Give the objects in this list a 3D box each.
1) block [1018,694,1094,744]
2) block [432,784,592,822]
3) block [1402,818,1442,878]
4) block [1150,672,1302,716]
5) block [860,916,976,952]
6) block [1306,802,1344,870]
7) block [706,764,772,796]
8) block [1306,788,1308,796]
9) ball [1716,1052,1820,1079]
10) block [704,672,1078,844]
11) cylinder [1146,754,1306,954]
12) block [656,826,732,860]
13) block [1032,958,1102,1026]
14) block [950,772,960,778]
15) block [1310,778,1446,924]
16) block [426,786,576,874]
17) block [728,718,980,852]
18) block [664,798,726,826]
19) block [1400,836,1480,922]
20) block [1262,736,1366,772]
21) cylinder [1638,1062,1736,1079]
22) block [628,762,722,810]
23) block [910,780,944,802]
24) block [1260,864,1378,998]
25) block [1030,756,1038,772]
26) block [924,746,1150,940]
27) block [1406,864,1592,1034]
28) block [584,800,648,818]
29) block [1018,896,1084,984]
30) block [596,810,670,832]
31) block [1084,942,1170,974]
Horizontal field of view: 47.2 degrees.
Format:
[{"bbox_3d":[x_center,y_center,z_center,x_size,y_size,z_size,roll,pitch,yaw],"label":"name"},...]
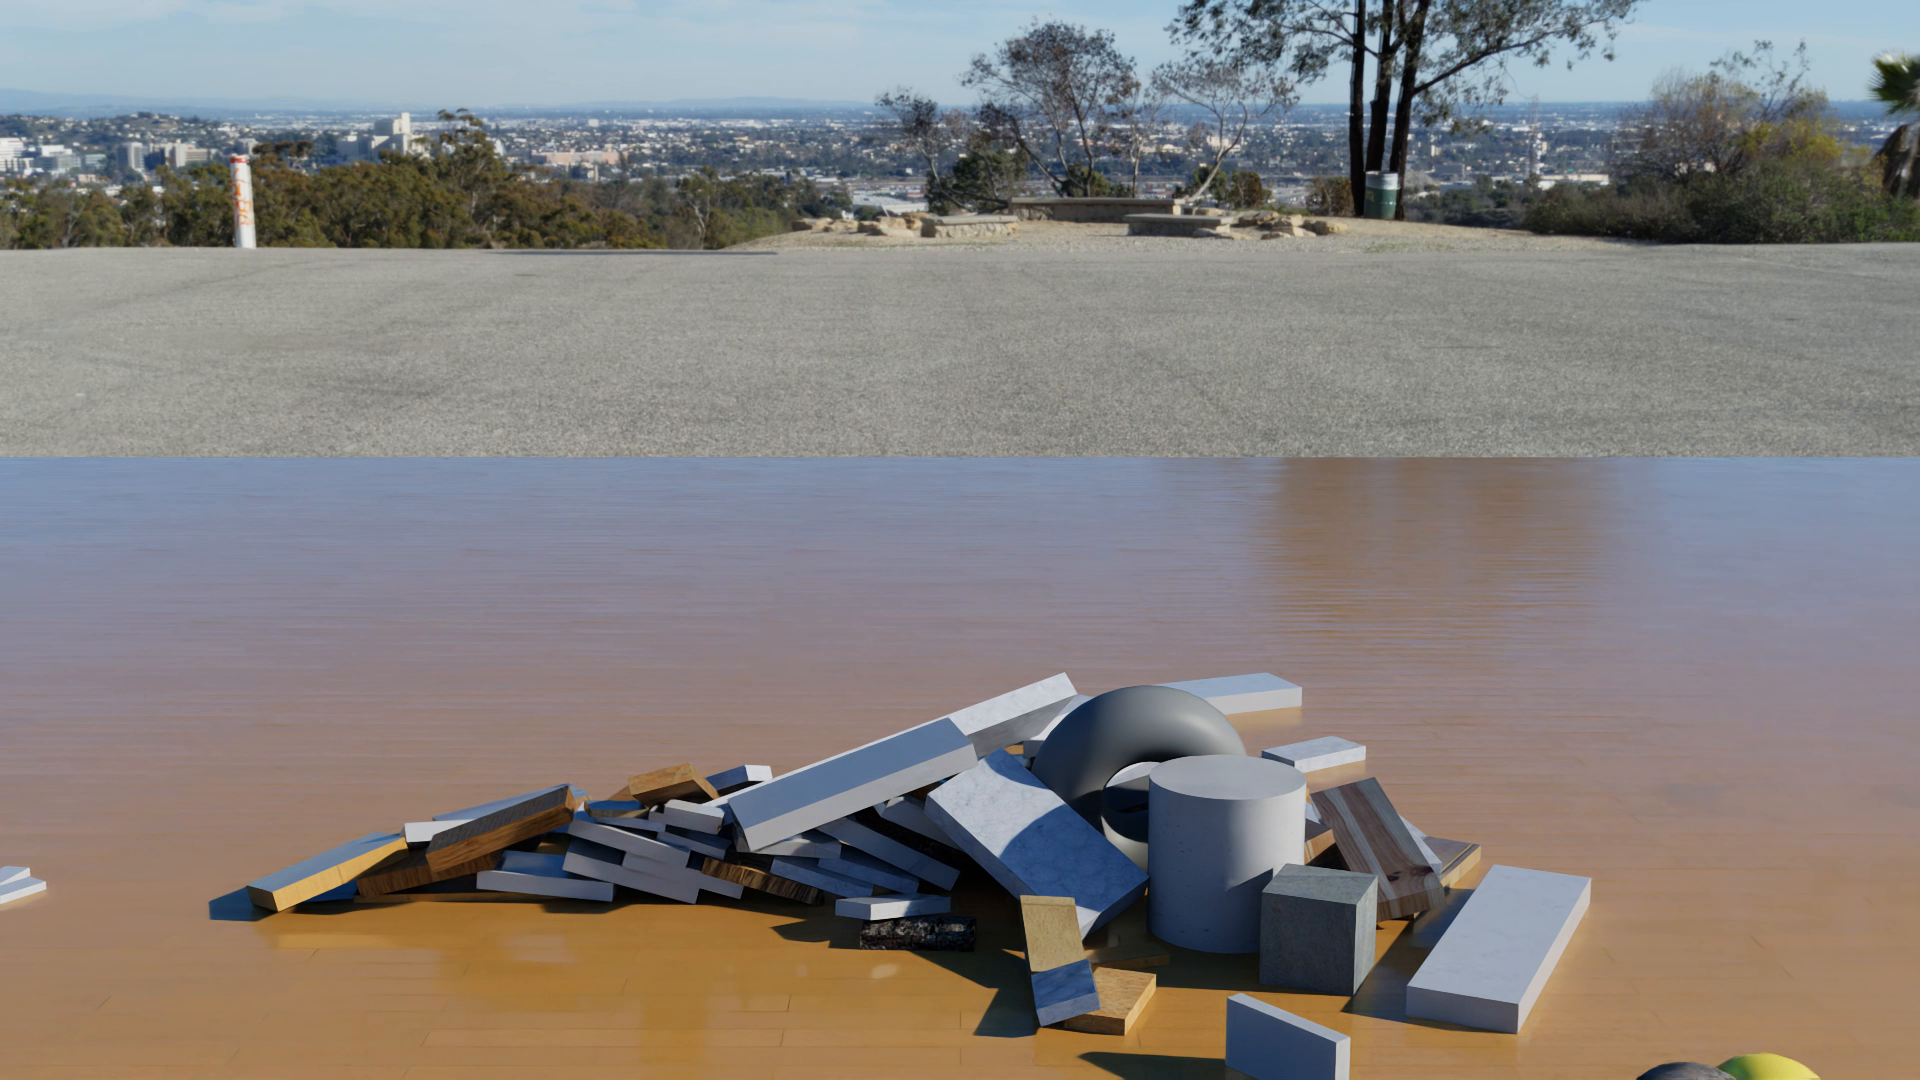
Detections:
[{"bbox_3d":[0.173,0.378,4.701,0.142,0.040,0.283,8,13,37],"label":"block"},{"bbox_3d":[-0.806,0.497,3.965,0.258,0.037,0.129,-12,9,-26],"label":"block"},{"bbox_3d":[0.740,0.525,3.744,0.094,0.027,0.189,-2,17,-9],"label":"block"},{"bbox_3d":[0.588,0.345,4.874,0.300,0.042,0.150,-4,11,-22],"label":"block"},{"bbox_3d":[-0.065,0.617,3.454,0.177,0.025,0.089,0,11,3],"label":"block"},{"bbox_3d":[0.571,0.509,3.988,0.150,0.042,0.449,-3,11,-17],"label":"block"},{"bbox_3d":[-0.450,0.449,3.970,0.201,0.028,0.100,-19,-13,18],"label":"block"},{"bbox_3d":[0.627,0.476,4.246,0.050,0.014,0.099,-4,11,-21],"label":"block"},{"bbox_3d":[0.962,0.699,2.625,0.169,0.169,0.169,0,11,0],"label":"ball"},{"bbox_3d":[-0.142,0.409,3.946,0.805,0.048,0.170,-17,-22,-35],"label":"block"},{"bbox_3d":[0.423,0.495,3.501,0.247,0.247,0.247,0,11,0],"label":"cylinder"},{"bbox_3d":[-0.439,0.494,3.626,0.115,0.016,0.058,17,9,1],"label":"block"},{"bbox_3d":[0.151,0.649,3.162,0.089,0.025,0.177,-17,4,1],"label":"block"},{"bbox_3d":[0.086,0.458,3.775,0.268,0.035,0.125,38,1,-41],"label":"block"},{"bbox_3d":[0.693,0.513,3.680,0.119,0.034,0.424,-15,18,0],"label":"block"},{"bbox_3d":[-0.748,0.471,3.592,0.236,0.033,0.118,-20,10,-4],"label":"block"},{"bbox_3d":[-0.177,0.398,3.616,0.397,0.040,0.142,-20,18,-12],"label":"block"},{"bbox_3d":[-0.432,0.445,3.595,0.095,0.014,0.048,11,9,2],"label":"block"},{"bbox_3d":[0.778,0.568,3.711,0.097,0.027,0.352,6,12,30],"label":"block"},{"bbox_3d":[0.714,0.433,4.437,0.194,0.027,0.097,-7,13,-34],"label":"block"},{"bbox_3d":[0.809,0.714,2.489,0.188,0.188,0.188,7,13,33],"label":"cylinder"},{"bbox_3d":[-0.477,0.439,3.760,0.100,0.028,0.546,-14,-12,-3],"label":"block"},{"bbox_3d":[-0.015,0.438,3.714,0.170,0.024,0.085,26,6,-23],"label":"block"},{"bbox_3d":[0.540,0.584,3.309,0.142,0.142,0.142,4,11,23],"label":"block"},{"bbox_3d":[0.264,0.421,4.077,0.239,0.034,0.119,6,-10,-29],"label":"block"},{"bbox_3d":[0.121,0.489,3.532,0.170,0.048,0.340,-29,56,-35],"label":"block"},{"bbox_3d":[0.839,0.619,3.388,0.159,0.045,0.589,5,12,25],"label":"block"},{"bbox_3d":[-0.563,0.440,3.597,0.095,0.014,0.048,4,10,-24],"label":"block"},{"bbox_3d":[0.139,0.605,3.332,0.085,0.024,0.170,4,31,-7],"label":"block"},{"bbox_3d":[-0.536,0.456,3.616,0.115,0.016,0.058,8,9,2],"label":"block"},{"bbox_3d":[0.214,0.641,3.349,0.206,0.016,0.057,-4,11,-20],"label":"block"}]
